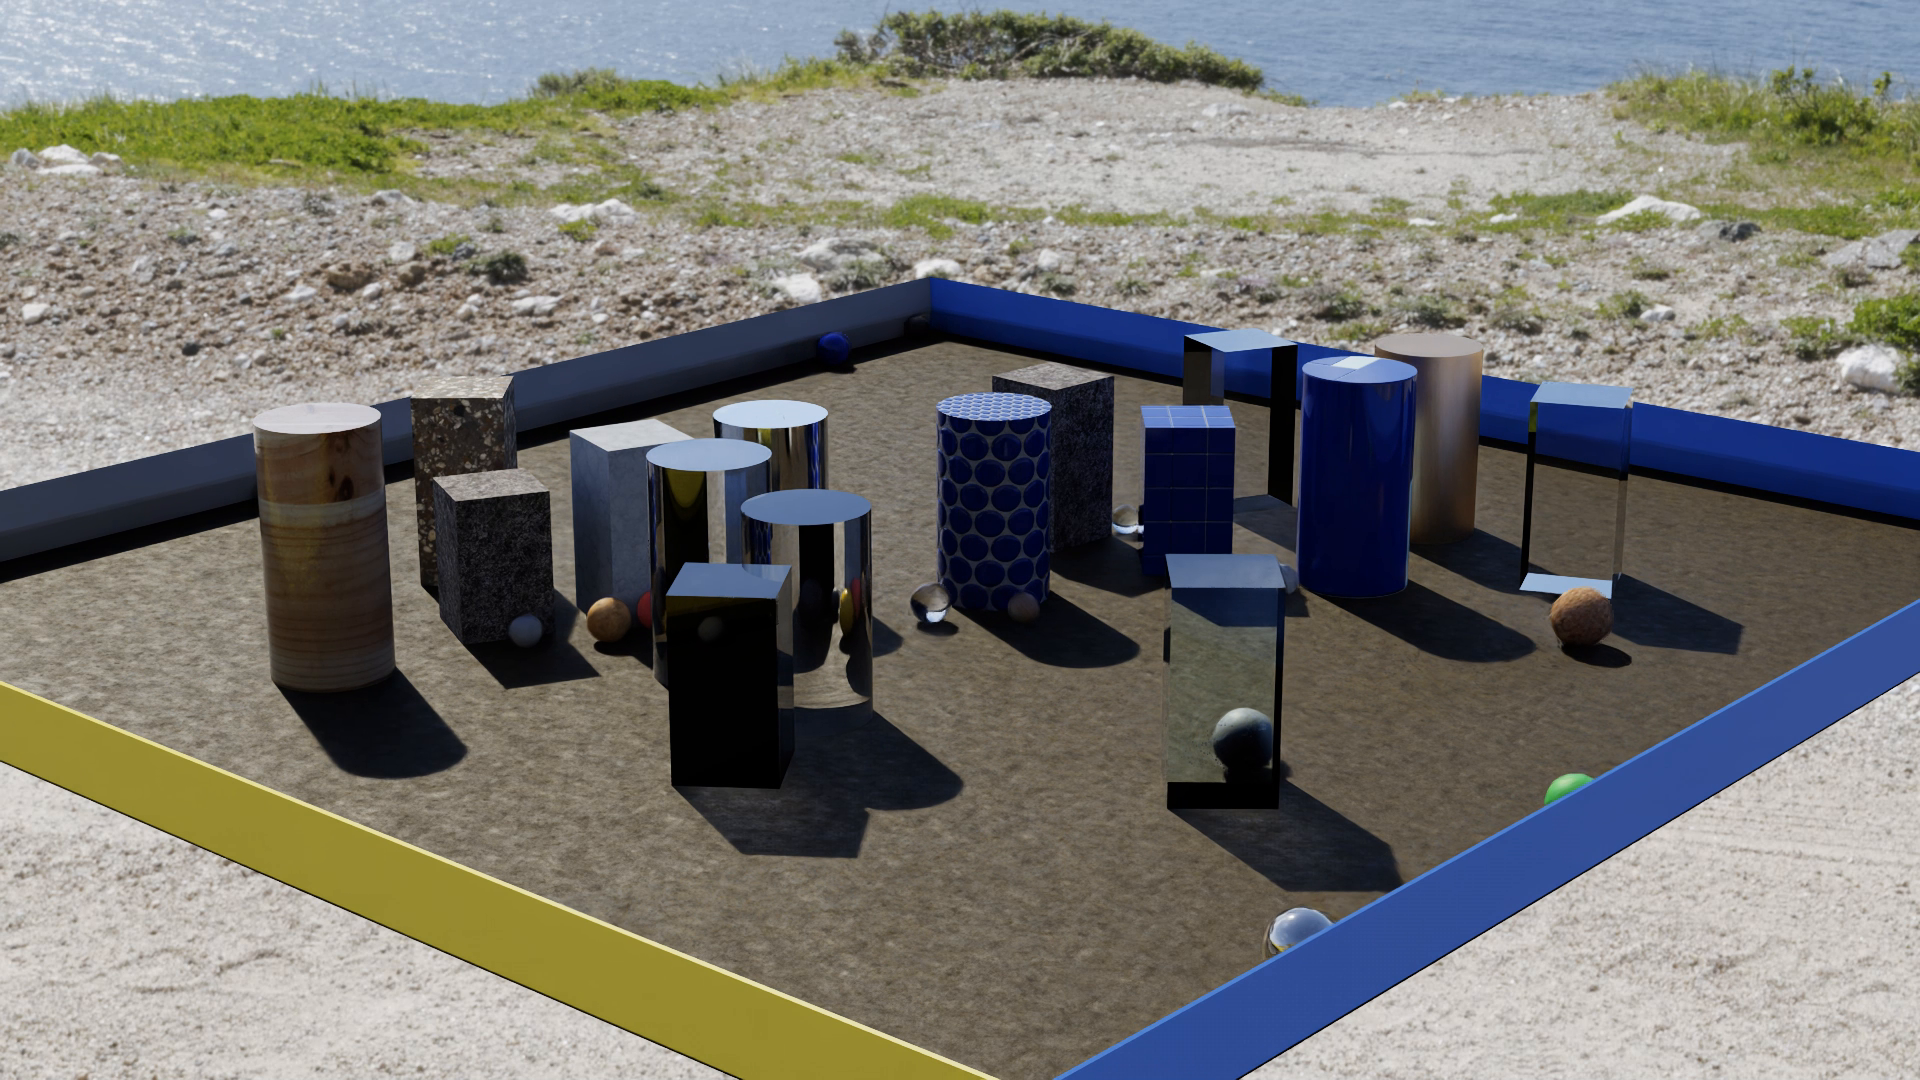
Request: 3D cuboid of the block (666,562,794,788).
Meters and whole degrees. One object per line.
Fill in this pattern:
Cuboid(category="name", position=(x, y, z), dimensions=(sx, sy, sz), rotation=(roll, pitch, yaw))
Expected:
Cuboid(category="block", position=(-0.334, 0.197, 4.295), dimensions=(0.159, 0.291, 0.159), rotation=(1, 17, 5))

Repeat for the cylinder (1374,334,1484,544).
Cuboid(category="cylinder", position=(0.867, -0.191, 5.471), dimensions=(0.199, 0.355, 0.199), rotation=(0, 17, 0))

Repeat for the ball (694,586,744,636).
Cuboid(category="ball", position=(-0.405, 0.119, 4.916), dimensions=(0.083, 0.083, 0.083), rotation=(0, 17, 0))

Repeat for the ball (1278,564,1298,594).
Cuboid(category="ball", position=(0.565, 0.069, 5.131), dimensions=(0.054, 0.054, 0.054), rotation=(0, 17, 0))

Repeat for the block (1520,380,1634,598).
Cuboid(category="block", position=(1.086, -0.090, 5.162), dimensions=(0.159, 0.341, 0.159), rotation=(6, 18, 18))

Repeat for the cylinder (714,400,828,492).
Cuboid(category="cylinder", position=(-0.328, -0.065, 5.116), dimensions=(0.199, 0.320, 0.199), rotation=(0, 17, 0))

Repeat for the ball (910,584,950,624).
Cuboid(category="ball", position=(-0.051, 0.107, 4.981), dimensions=(0.068, 0.068, 0.068), rotation=(0, 17, 0))

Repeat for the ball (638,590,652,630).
Cuboid(category="ball", position=(-0.505, 0.117, 4.933), dimensions=(0.076, 0.076, 0.076), rotation=(0, 17, 0))

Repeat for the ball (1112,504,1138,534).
Cuboid(category="ball", position=(0.311, -0.039, 5.487), dimensions=(0.055, 0.055, 0.055), rotation=(0, 17, 0))

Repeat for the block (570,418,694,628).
Cuboid(category="block", position=(-0.555, -0.028, 5.001), dimensions=(0.159, 0.314, 0.159), rotation=(-10, 19, -29))

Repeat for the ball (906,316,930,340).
Cuboid(category="ball", position=(-0.102, -0.508, 7.038), dimensions=(0.060, 0.060, 0.060), rotation=(0, 17, 0))

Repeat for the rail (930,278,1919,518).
Cuboid(category="rail", position=(1.001, -0.300, 6.223), dimensions=(2.888, 0.129, 0.045), rotation=(14, 22, 39))

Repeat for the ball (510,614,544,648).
Cuboid(category="ball", position=(-0.718, 0.151, 4.858), dimensions=(0.056, 0.056, 0.056), rotation=(0, 17, 0))

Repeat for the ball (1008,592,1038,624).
Cuboid(category="ball", position=(0.107, 0.115, 4.979), dimensions=(0.054, 0.054, 0.054), rotation=(0, 17, 0))

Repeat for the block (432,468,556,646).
Cuboid(category="block", position=(-0.785, 0.026, 4.939), dimensions=(0.159, 0.248, 0.159), rotation=(-7, 18, -22))

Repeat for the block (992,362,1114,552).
Cuboid(category="block", position=(0.172, -0.156, 5.439), dimensions=(0.159, 0.307, 0.159), rotation=(16, 23, 43))

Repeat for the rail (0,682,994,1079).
Cuboid(category="rail", position=(-1.001, 0.365, 4.016), dimensions=(2.888, 0.129, 0.045), rotation=(14, 22, 39))

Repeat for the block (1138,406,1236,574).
Cuboid(category="block", position=(0.407, -0.091, 5.284), dimensions=(0.159, 0.272, 0.159), rotation=(0, 17, 0))

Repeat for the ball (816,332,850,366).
Cuboid(category="ball", position=(-0.294, -0.441, 6.788), dimensions=(0.076, 0.076, 0.076), rotation=(0, 17, 0))

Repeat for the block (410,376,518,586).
Cuboid(category="block", position=(-0.876, -0.106, 5.214), dimensions=(0.159, 0.341, 0.159), rotation=(0, 17, -1))

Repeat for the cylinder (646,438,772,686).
Cuboid(category="cylinder", position=(-0.397, 0.039, 4.694), dimensions=(0.199, 0.364, 0.199), rotation=(0, 17, 0))

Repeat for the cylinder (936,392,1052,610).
Cuboid(category="cylinder", position=(0.058, -0.068, 5.095), dimensions=(0.199, 0.338, 0.199), rotation=(0, 17, 0))

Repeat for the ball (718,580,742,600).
Cuboid(category="ball", position=(-0.400, 0.094, 5.061), dimensions=(0.047, 0.047, 0.047), rotation=(0, 17, 0))

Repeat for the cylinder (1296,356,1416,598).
Cuboid(category="cylinder", position=(0.695, -0.112, 5.155), dimensions=(0.199, 0.386, 0.199), rotation=(0, 17, 0))

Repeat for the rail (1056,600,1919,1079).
Cuboid(category="rail", position=(1.072, 0.301, 4.228), dimensions=(0.045, 0.129, 3.100), rotation=(14, 22, 39))

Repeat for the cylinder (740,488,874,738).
Cuboid(category="cylinder", position=(-0.234, 0.110, 4.506), dimensions=(0.199, 0.336, 0.199), rotation=(0, 17, 0))

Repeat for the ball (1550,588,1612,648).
Cuboid(category="ball", position=(1.028, 0.128, 4.856), dimensions=(0.099, 0.099, 0.099), rotation=(0, 17, 0))

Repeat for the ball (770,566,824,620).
Cuboid(category="ball", position=(-0.277, 0.090, 4.997), dimensions=(0.092, 0.092, 0.092), rotation=(0, 17, 0))

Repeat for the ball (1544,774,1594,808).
Cuboid(category="ball", position=(0.857, 0.368, 4.086), dimensions=(0.085, 0.085, 0.085), rotation=(0, 17, 0))

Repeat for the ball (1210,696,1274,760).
Cuboid(category="ball", position=(0.420, 0.279, 4.365), dimensions=(0.095, 0.095, 0.095), rotation=(0, 17, 0))

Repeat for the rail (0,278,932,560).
Cuboid(category="rail", position=(-1.072, -0.236, 6.011), dimensions=(0.045, 0.129, 3.100), rotation=(14, 22, 39))

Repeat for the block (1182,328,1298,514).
Cuboid(category="block", position=(0.537, -0.230, 5.664), dimensions=(0.159, 0.320, 0.159), rotation=(-8, 18, -24))

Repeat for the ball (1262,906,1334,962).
Cuboid(category="ball", position=(0.422, 0.502, 3.618), dimensions=(0.098, 0.098, 0.098), rotation=(0, 17, 0))

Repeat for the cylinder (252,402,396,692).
Cuboid(category="cylinder", position=(-1.014, 0.011, 4.684), dimensions=(0.199, 0.424, 0.199), rotation=(0, 17, 0))

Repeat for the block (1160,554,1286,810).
Cuboid(category="block", position=(0.375, 0.202, 4.209), dimensions=(0.159, 0.331, 0.159), rotation=(0, 17, 1))

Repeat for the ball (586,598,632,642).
Cuboid(category="ball", position=(-0.584, 0.133, 4.883), dimensions=(0.075, 0.075, 0.075), rotation=(0, 17, 0))
